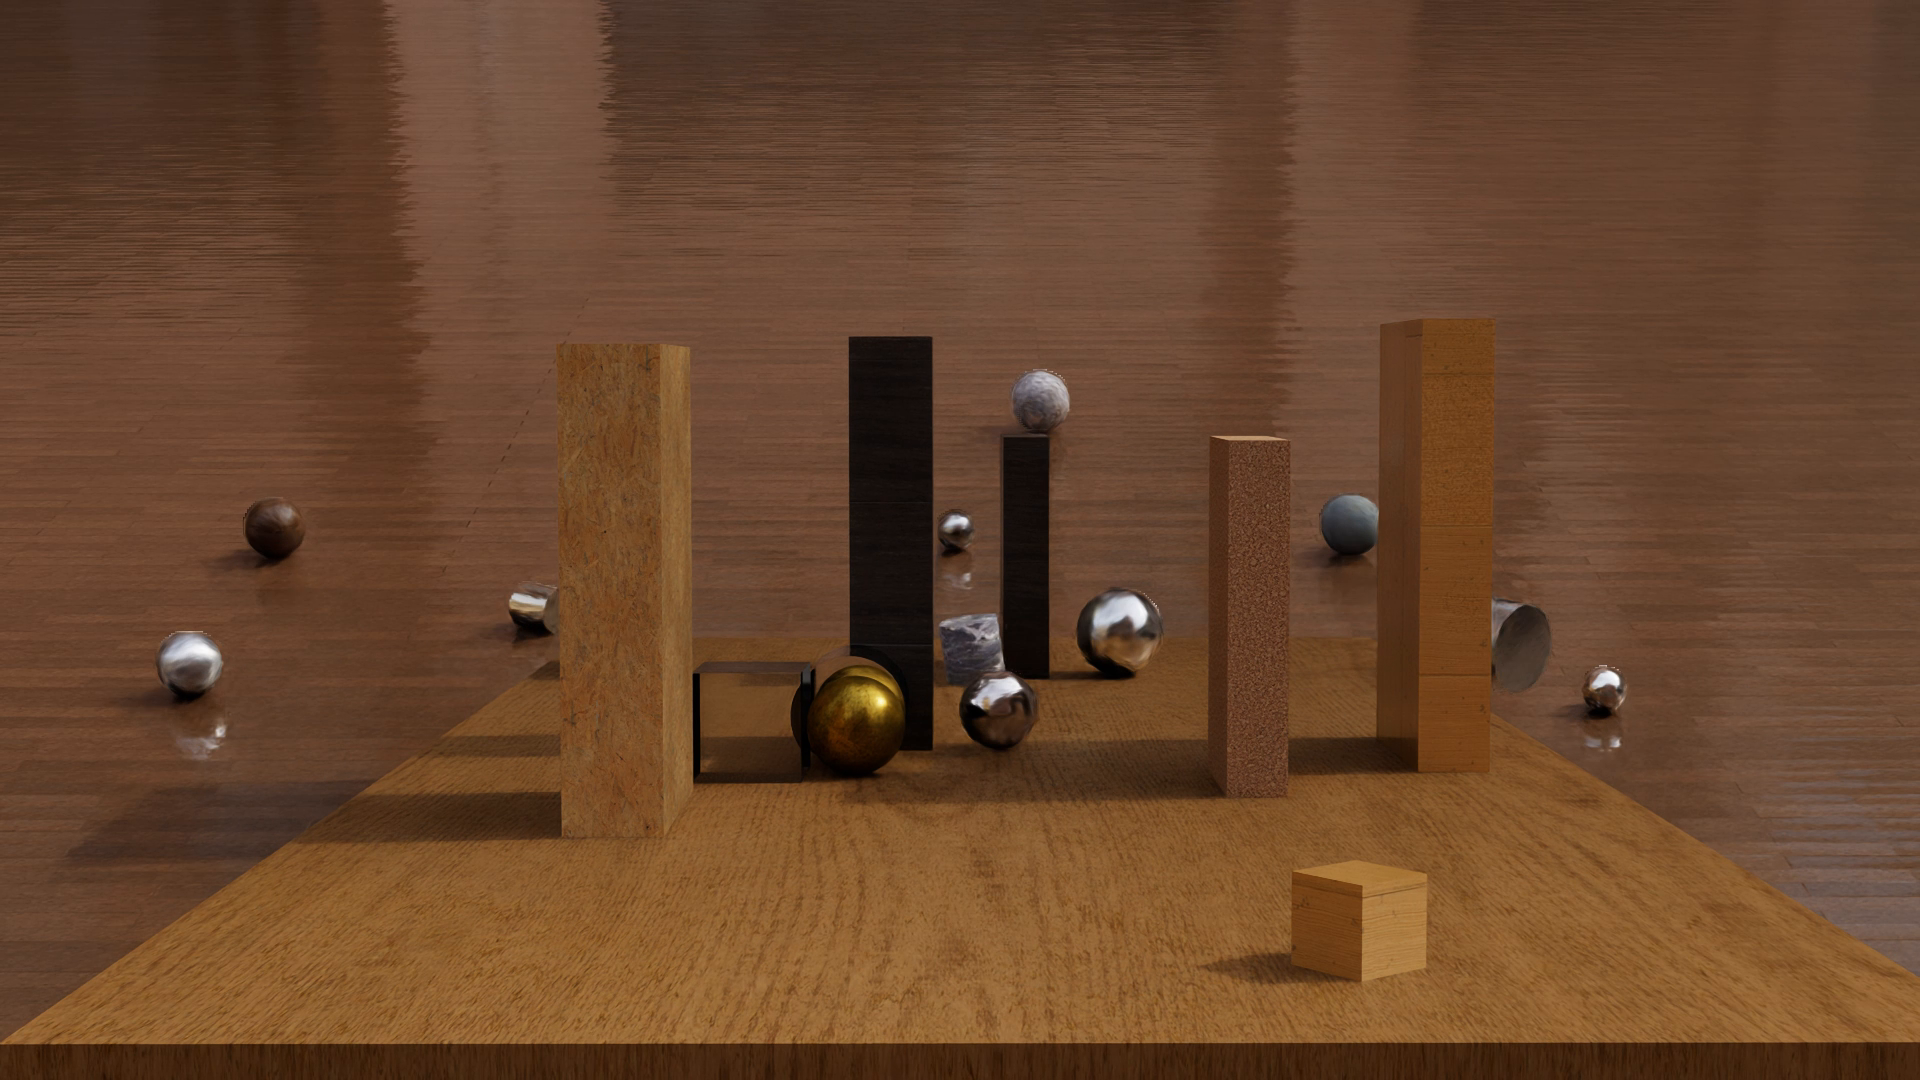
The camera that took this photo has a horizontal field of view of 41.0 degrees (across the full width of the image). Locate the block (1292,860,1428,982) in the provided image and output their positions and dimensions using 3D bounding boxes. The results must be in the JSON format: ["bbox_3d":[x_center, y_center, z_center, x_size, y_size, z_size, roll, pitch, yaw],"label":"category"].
[{"bbox_3d":[0.445,0.423,2.864,0.105,0.105,0.105,-3,5,-39],"label":"block"}]

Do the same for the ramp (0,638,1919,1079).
[{"bbox_3d":[0.047,0.422,4.534,2.000,0.100,4.000,0,4,0],"label":"ramp"}]

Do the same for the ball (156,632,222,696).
[{"bbox_3d":[-1.922,0.310,6.406,0.159,0.159,0.159,0,20,0],"label":"ball"}]

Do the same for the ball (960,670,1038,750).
[{"bbox_3d":[0.069,0.301,4.555,0.140,0.140,0.140,0,20,0],"label":"ball"}]

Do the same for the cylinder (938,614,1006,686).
[{"bbox_3d":[0.026,0.235,5.542,0.128,0.128,0.128,-9,8,1],"label":"cylinder"}]

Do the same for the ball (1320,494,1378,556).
[{"bbox_3d":[1.122,-0.043,7.353,0.175,0.175,0.175,0,20,0],"label":"ball"}]

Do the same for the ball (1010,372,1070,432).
[{"bbox_3d":[0.263,-0.455,8.454,0.197,0.197,0.197,0,20,0],"label":"ball"}]

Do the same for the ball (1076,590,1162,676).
[{"bbox_3d":[0.352,0.204,5.681,0.192,0.192,0.192,0,20,0],"label":"ball"}]

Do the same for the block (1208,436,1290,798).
[{"bbox_3d":[0.466,0.115,4.159,0.096,0.560,0.304,0,4,0],"label":"block"}]

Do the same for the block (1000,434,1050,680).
[{"bbox_3d":[0.144,0.028,5.804,0.099,0.529,0.402,0,4,0],"label":"block"}]

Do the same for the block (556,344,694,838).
[{"bbox_3d":[-0.498,0.061,3.864,0.146,0.705,0.415,0,4,0],"label":"block"}]

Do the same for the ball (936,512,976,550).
[{"bbox_3d":[-0.012,-0.027,7.401,0.111,0.111,0.111,0,20,0],"label":"ball"}]

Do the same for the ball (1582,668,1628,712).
[{"bbox_3d":[1.586,0.369,6.318,0.107,0.107,0.107,0,20,0],"label":"ball"}]

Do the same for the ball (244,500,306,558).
[{"bbox_3d":[-1.957,-0.033,7.335,0.167,0.167,0.167,0,20,0],"label":"ball"}]

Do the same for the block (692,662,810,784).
[{"bbox_3d":[-0.345,0.300,4.256,0.179,0.179,0.179,0,4,2],"label":"block"}]

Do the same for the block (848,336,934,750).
[{"bbox_3d":[-0.122,0.000,4.645,0.146,0.730,0.262,0,4,0],"label":"block"}]

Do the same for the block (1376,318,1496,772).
[{"bbox_3d":[0.823,-0.002,4.473,0.119,0.754,0.425,0,4,0],"label":"block"}]

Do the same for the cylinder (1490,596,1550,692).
[{"bbox_3d":[1.197,0.229,5.832,0.202,0.202,0.202,-16,19,-37],"label":"cylinder"}]

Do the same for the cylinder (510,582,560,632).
[{"bbox_3d":[-1.115,0.179,6.824,0.115,0.115,0.115,11,23,30],"label":"cylinder"}]

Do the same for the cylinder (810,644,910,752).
[{"bbox_3d":[-0.185,0.284,4.436,0.189,0.189,0.189,0,4,1],"label":"cylinder"}]

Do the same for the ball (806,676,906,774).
[{"bbox_3d":[-0.173,0.307,4.261,0.164,0.164,0.164,0,20,0],"label":"ball"}]
